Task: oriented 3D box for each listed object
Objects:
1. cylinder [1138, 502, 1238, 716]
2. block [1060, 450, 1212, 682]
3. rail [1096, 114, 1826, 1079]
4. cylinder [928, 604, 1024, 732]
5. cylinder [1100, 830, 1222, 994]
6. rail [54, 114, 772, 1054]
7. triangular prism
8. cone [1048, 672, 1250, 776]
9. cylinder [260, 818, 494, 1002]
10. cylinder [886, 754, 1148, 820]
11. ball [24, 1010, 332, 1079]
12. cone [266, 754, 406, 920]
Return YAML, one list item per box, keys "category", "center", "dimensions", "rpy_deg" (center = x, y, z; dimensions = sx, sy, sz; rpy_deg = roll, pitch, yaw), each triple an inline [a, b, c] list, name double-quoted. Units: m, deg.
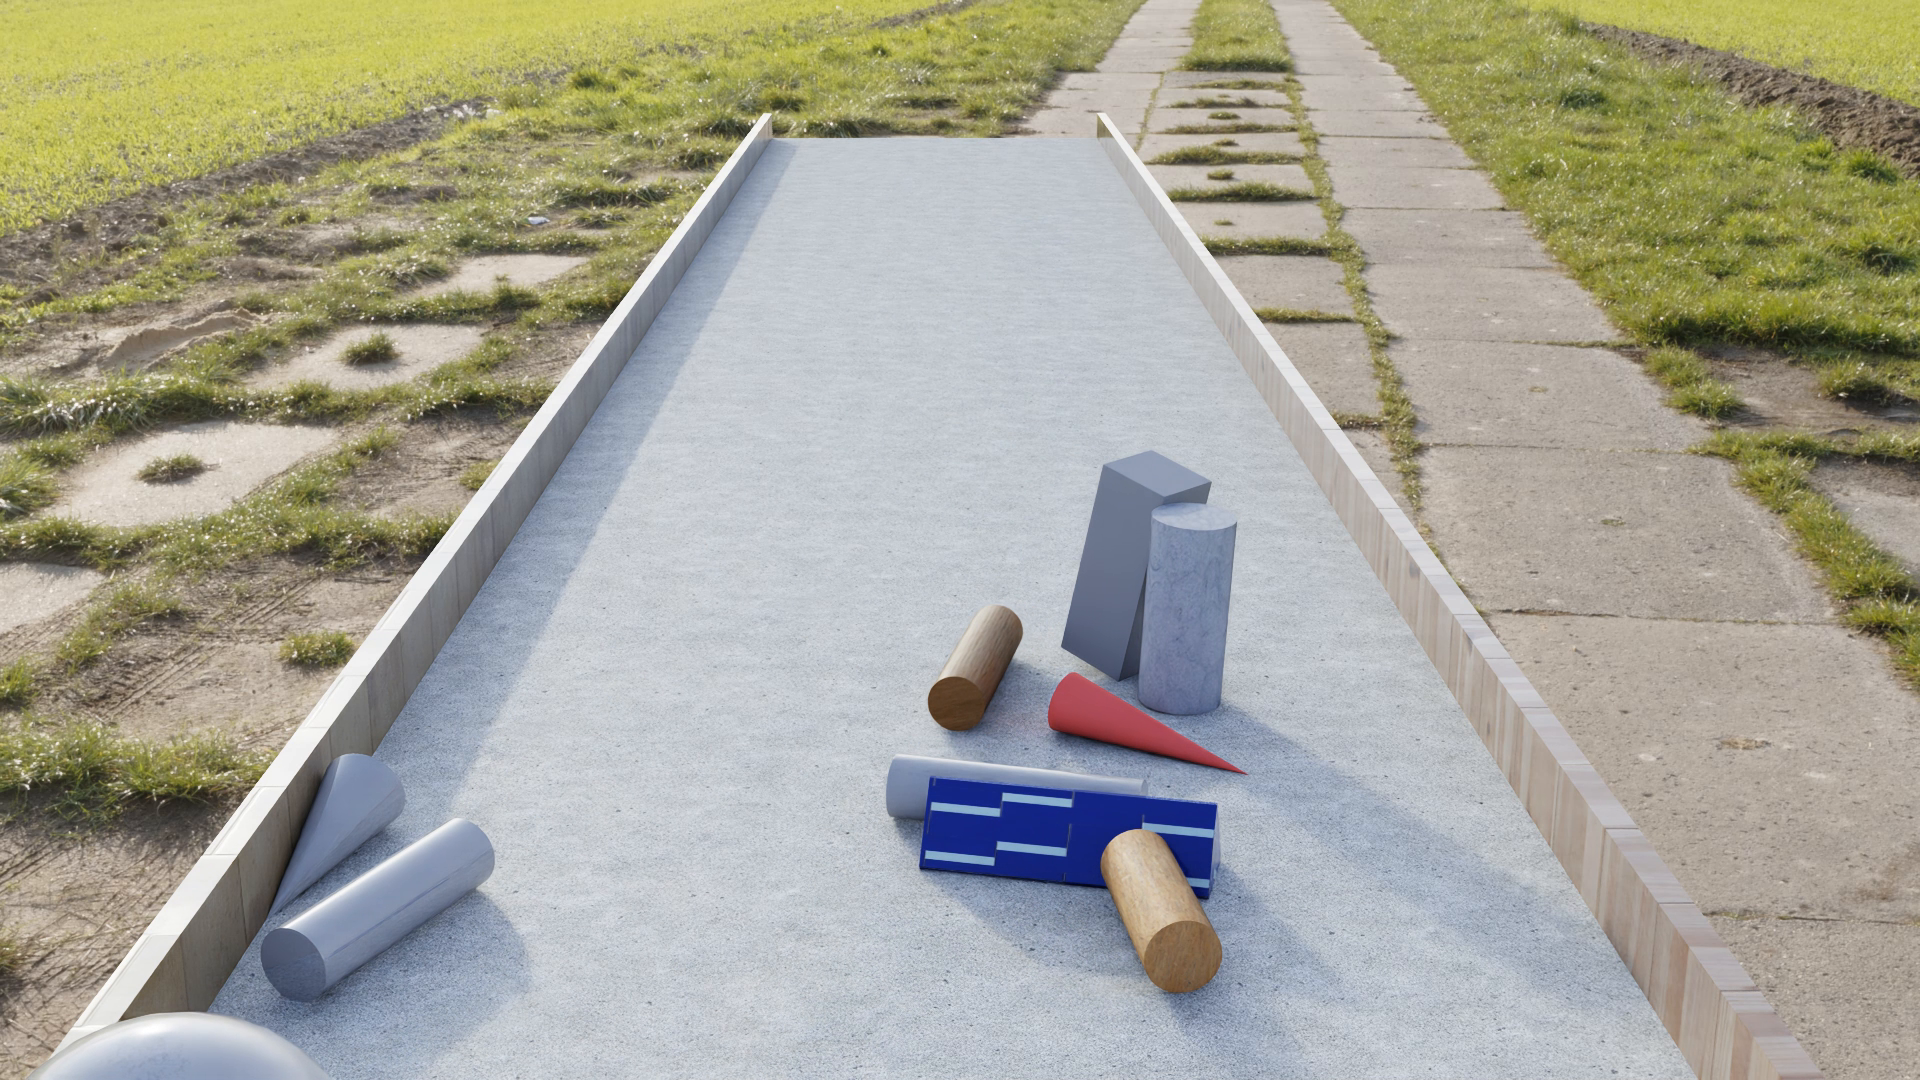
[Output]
- category: "cylinder"
  center: [0.426, 0.129, 4.133]
  dimensions: [0.159, 0.367, 0.159]
  rpy_deg: [2, 19, -1]
- category: "block"
  center: [0.343, 0.050, 4.303]
  dimensions: [0.152, 0.406, 0.152]
  rpy_deg: [30, 32, 34]
- category: "rail"
  center: [0.932, -0.844, 7.801]
  dimensions: [0.050, 0.150, 12.000]
  rpy_deg: [0, 17, -1]
- category: "cylinder"
  center: [0.034, 0.241, 4.229]
  dimensions: [0.107, 0.107, 0.425]
  rpy_deg: [3, 17, 11]
- category: "cylinder"
  center: [0.291, 0.538, 3.220]
  dimensions: [0.112, 0.112, 0.312]
  rpy_deg: [-2, 17, -7]
- category: "rail"
  center: [-1.118, -0.838, 7.780]
  dimensions: [0.050, 0.150, 12.000]
  rpy_deg: [0, 17, -1]
- category: "triangular prism"
  center: [0.176, 0.452, 3.470]
  dimensions: [0.458, 0.127, 0.147]
  rpy_deg: [4, 17, 13]
- category: "cone"
  center: [0.350, 0.354, 3.938]
  dimensions: [0.386, 0.113, 0.113]
  rpy_deg: [20, 25, 30]
- category: "cylinder"
  center: [-0.846, 0.536, 3.227]
  dimensions: [0.112, 0.112, 0.404]
  rpy_deg: [7, 18, 22]
- category: "cylinder"
  center: [0.093, 0.425, 3.610]
  dimensions: [0.418, 0.107, 0.107]
  rpy_deg: [5, 17, 15]
- category: "ball"
  center: [-0.805, 0.682, 2.244]
  dimensions: [0.394, 0.394, 0.394]
  rpy_deg: [0, 17, 0]
- category: "cone"
  center: [-1.010, 0.491, 3.453]
  dimensions: [0.142, 0.142, 0.351]
  rpy_deg: [3, 28, 11]
